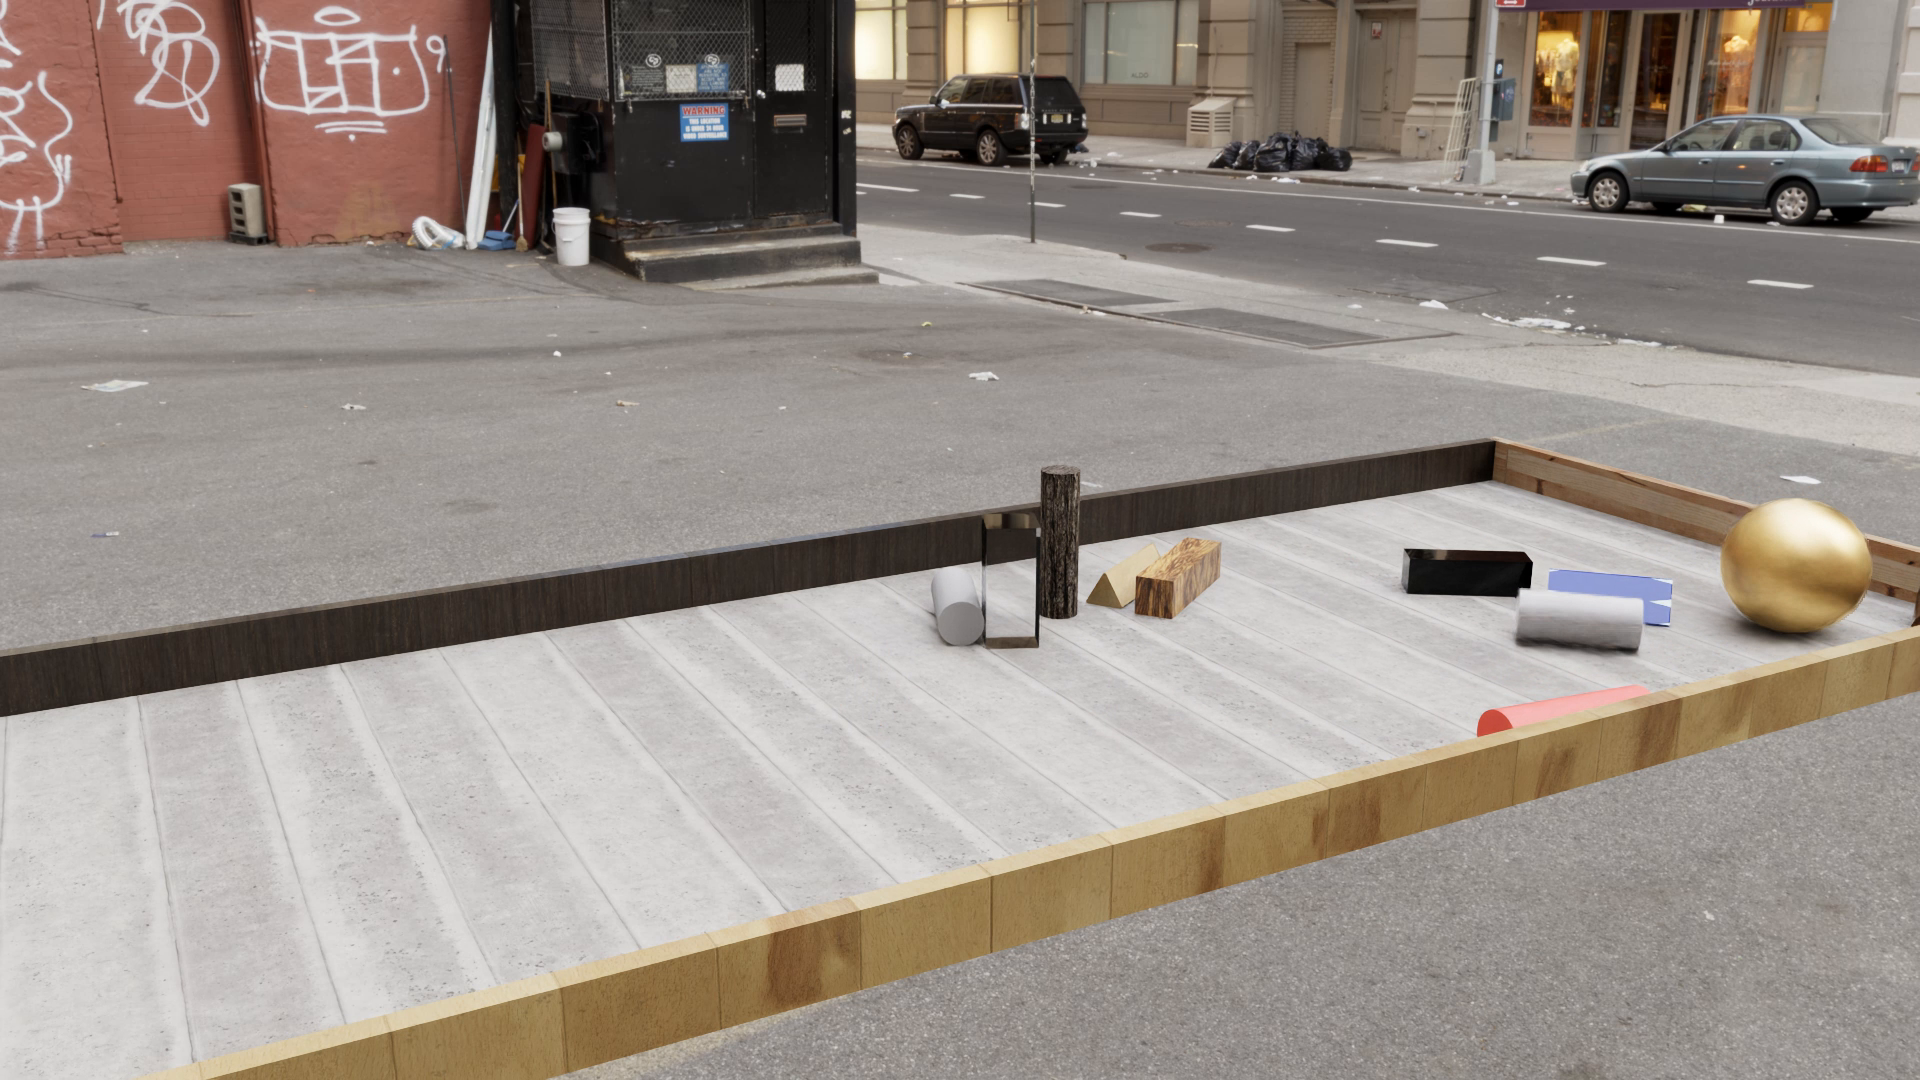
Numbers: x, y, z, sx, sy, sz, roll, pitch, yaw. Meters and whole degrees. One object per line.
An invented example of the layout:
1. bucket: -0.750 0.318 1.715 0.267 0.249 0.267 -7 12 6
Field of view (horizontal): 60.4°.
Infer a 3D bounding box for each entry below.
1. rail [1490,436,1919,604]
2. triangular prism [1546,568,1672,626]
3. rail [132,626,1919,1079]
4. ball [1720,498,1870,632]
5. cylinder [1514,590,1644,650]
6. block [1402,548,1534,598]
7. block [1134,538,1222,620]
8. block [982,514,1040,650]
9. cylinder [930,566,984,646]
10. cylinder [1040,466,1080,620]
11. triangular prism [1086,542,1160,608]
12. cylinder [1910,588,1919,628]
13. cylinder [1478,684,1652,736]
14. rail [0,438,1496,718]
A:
1. rail: 2.466 -0.048 5.253 0.050 0.150 2.100 -9 18 -27
2. triangular prism: 1.819 0.150 4.628 0.322 0.115 0.133 5 17 17
3. rail: -2.336 1.006 1.665 12.000 0.150 0.050 -9 18 -27
4. ball: 2.262 0.068 4.475 0.366 0.366 0.366 0 16 0
5. cylinder: 1.646 0.212 4.394 0.306 0.135 0.135 5 17 16
6. block: 1.484 0.096 4.837 0.348 0.108 0.108 2 16 5
7. block: 0.638 0.106 4.796 0.111 0.111 0.433 8 18 25
8. block: 0.134 0.109 4.393 0.141 0.332 0.141 -1 17 -4
9. cylinder: -0.009 0.179 4.527 0.124 0.124 0.313 -1 16 -4
10. cylinder: 0.277 0.006 4.596 0.108 0.416 0.108 0 16 0
11. triangular prism: 0.497 0.097 4.845 0.112 0.097 0.351 9 19 28
12. cylinder: 2.635 0.203 4.421 0.138 0.138 0.378 10 19 31
13. cylinder: 1.367 0.418 3.699 0.401 0.133 0.133 -6 18 -21
14. rail: -3.305 0.497 3.399 12.000 0.150 0.050 -9 18 -27
